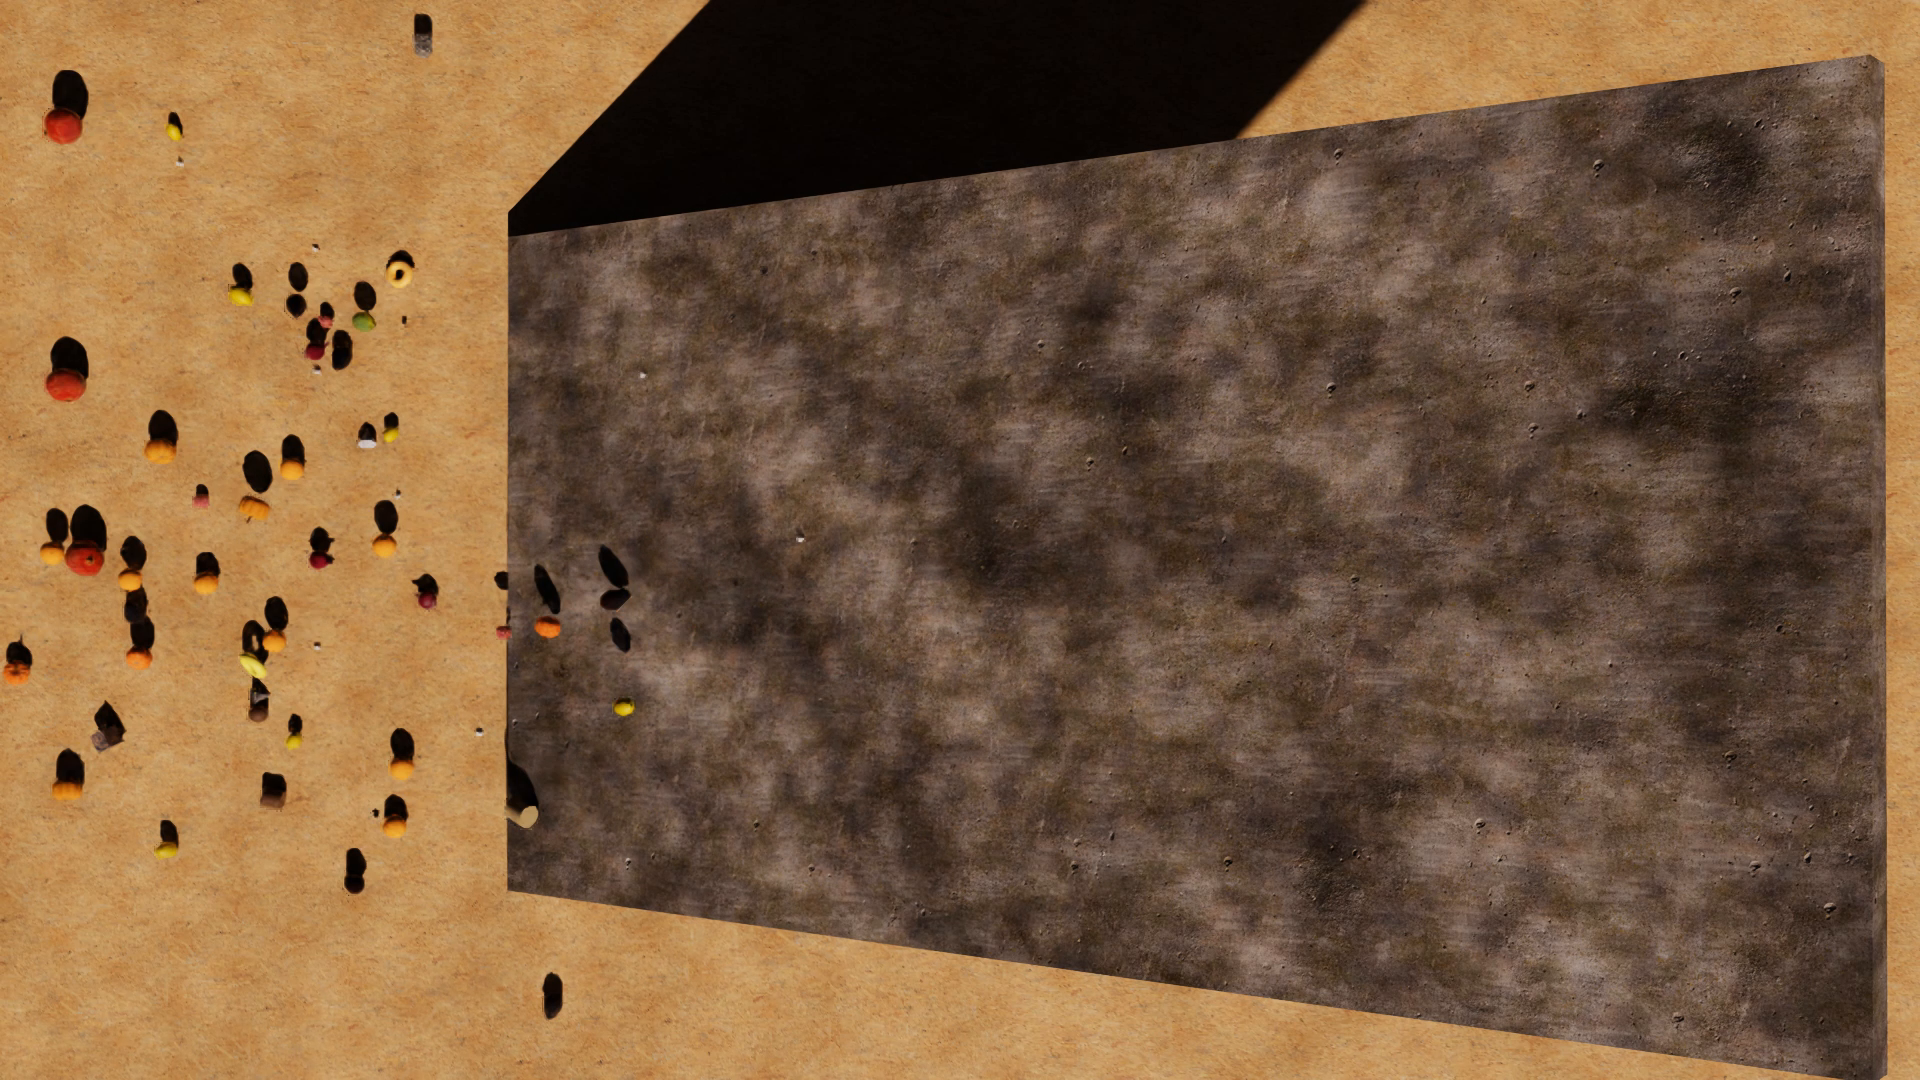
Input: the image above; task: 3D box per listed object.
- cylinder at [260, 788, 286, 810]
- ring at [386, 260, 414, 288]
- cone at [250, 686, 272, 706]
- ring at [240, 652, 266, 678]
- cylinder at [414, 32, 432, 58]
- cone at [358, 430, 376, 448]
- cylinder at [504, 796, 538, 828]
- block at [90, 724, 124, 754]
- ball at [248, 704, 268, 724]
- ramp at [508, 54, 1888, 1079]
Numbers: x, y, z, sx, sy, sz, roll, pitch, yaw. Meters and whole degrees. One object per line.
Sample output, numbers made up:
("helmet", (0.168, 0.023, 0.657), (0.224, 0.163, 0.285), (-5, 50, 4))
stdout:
("cylinder", (-2.116, 0.796, 6.776), (0.057, 0.057, 0.057), (11, 90, 2))
("ring", (-1.730, -0.823, 6.793), (0.088, 0.029, 0.088), (-1, 86, 16))
("cone", (-2.156, 0.480, 6.794), (0.057, 0.057, 0.057), (-2, 90, -31))
("ring", (-2.169, 0.385, 6.748), (0.098, 0.098, 0.033), (41, 60, 0))
("cylinder", (-1.653, -1.521, 6.768), (0.057, 0.057, 0.057), (4, 72, -12))
("cone", (-1.831, -0.321, 6.797), (0.056, 0.056, 0.056), (-6, 66, 0))
("cylinder", (-1.321, 0.820, 6.624), (0.072, 0.072, 0.072), (24, 90, 37))
("block", (-2.624, 0.612, 6.766), (0.058, 0.058, 0.058), (-28, 90, 29))
("ball", (-2.163, 0.536, 6.777), (0.058, 0.058, 0.058), (0, 90, 0))
("ramp", (0.224, 0.064, 5.541), (4.000, 0.100, 2.000), (0, 90, 38))
